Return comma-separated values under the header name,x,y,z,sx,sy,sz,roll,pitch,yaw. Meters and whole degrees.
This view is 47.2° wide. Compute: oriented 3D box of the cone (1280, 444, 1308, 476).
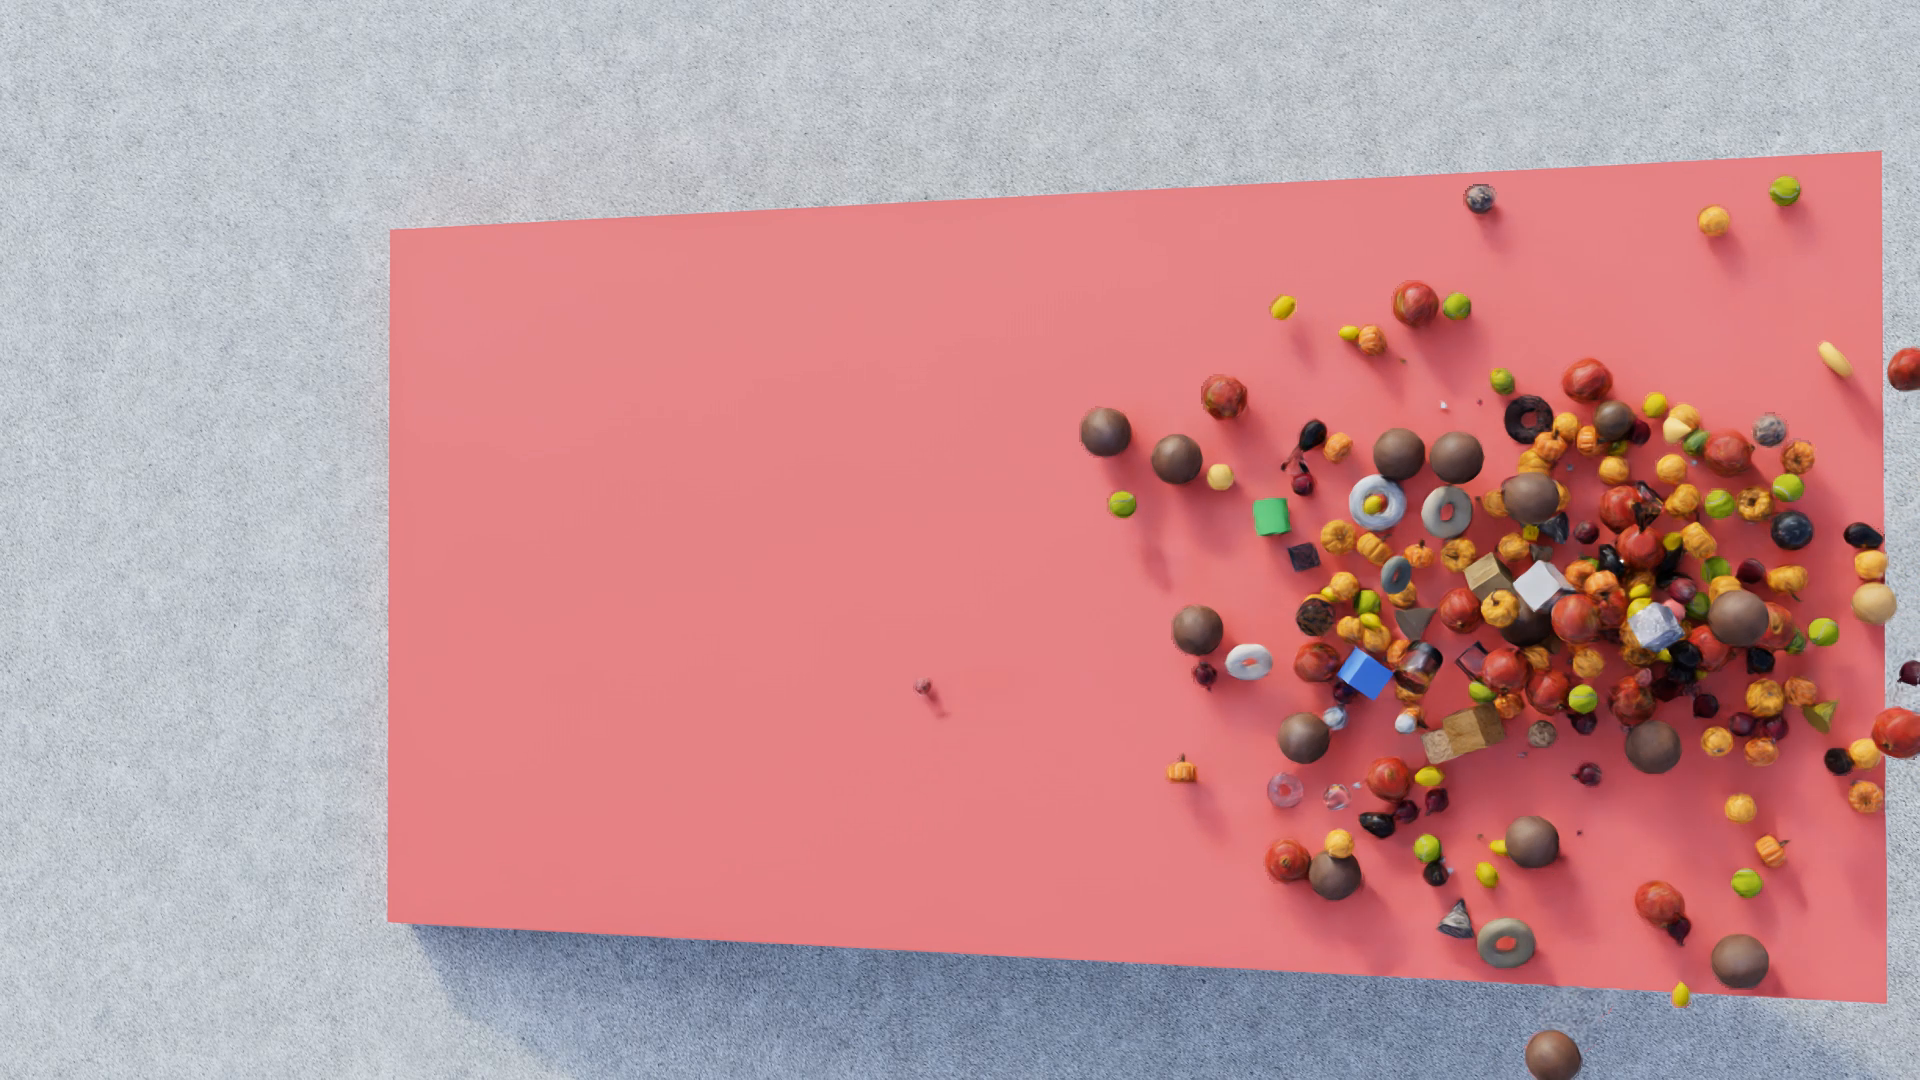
name,x,y,z,sx,sy,sz,roll,pitch,yaw
cone,0.850,-0.213,5.557,0.072,0.072,0.072,13,65,0

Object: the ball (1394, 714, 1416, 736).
name,x,y,z,sx,sy,sz,roll,pitch,yaw
ball,1.090,0.452,5.382,0.051,0.051,0.051,0,89,0

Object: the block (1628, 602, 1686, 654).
name,x,y,z,sx,sy,sz,roll,pitch,yaw
block,1.619,0.204,5.115,0.078,0.078,0.078,-41,51,30

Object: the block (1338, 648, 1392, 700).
name,x,y,z,sx,sy,sz,roll,pitch,yaw
block,0.999,0.330,5.422,0.084,0.084,0.084,33,95,-15

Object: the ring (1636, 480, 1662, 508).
name,x,y,z,sx,sy,sz,roll,pitch,yaw
ring,1.649,-0.108,5.264,0.028,0.083,0.083,-42,89,22

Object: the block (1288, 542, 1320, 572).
name,x,y,z,sx,sy,sz,roll,pitch,yaw
block,0.867,0.042,5.533,0.060,0.060,0.060,-18,84,16

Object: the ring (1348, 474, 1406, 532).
name,x,y,z,sx,sy,sz,roll,pitch,yaw
ring,1.040,-0.092,5.474,0.145,0.048,0.145,0,97,2

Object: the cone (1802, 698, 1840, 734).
name,x,y,z,sx,sy,sz,roll,pitch,yaw
cone,2.040,0.398,5.170,0.080,0.080,0.080,-39,89,-8

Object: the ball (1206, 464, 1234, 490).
name,x,y,z,sx,sy,sz,roll,pitch,yaw
ball,0.663,-0.160,5.595,0.070,0.070,0.070,0,89,0

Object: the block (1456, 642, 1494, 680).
name,x,y,z,sx,sy,sz,roll,pitch,yaw
block,1.262,0.297,5.393,0.061,0.061,0.061,-37,76,-11

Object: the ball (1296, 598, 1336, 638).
name,x,y,z,sx,sy,sz,roll,pitch,yaw
ball,0.875,0.191,5.412,0.096,0.096,0.096,0,89,0

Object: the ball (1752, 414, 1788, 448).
name,x,y,z,sx,sy,sz,roll,pitch,yaw
ball,1.895,-0.255,5.147,0.077,0.077,0.077,0,89,0

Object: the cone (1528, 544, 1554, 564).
name,x,y,z,sx,sy,sz,roll,pitch,yaw
cone,1.405,0.025,5.363,0.058,0.058,0.058,-41,45,-1

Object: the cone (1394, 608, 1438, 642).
name,x,y,z,sx,sy,sz,roll,pitch,yaw
cone,1.147,0.191,5.453,0.096,0.096,0.096,-30,89,-12

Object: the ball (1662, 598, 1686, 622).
name,x,y,z,sx,sy,sz,roll,pitch,yaw
ball,1.690,0.169,5.216,0.060,0.060,0.060,0,89,0

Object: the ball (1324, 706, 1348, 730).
name,x,y,z,sx,sy,sz,roll,pitch,yaw
ball,0.941,0.446,5.503,0.062,0.062,0.062,0,89,0

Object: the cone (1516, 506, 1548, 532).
name,x,y,z,sx,sy,sz,roll,pitch,yaw
cone,1.409,-0.064,5.381,0.069,0.069,0.069,-30,89,-12

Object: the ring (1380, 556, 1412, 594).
name,x,y,z,sx,sy,sz,roll,pitch,yaw
ring,1.063,0.086,5.365,0.097,0.032,0.097,-11,108,-36

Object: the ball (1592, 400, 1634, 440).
name,x,y,z,sx,sy,sz,roll,pitch,yaw
ball,1.565,-0.288,5.268,0.097,0.097,0.097,0,89,0

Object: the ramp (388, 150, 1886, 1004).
name,x,y,z,sx,sy,sz,roll,pitch,yaw
ramp,0.274,0.094,5.802,4.000,0.100,2.000,0,89,17

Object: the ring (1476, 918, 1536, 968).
name,x,y,z,sx,sy,sz,roll,pitch,yaw
ring,1.331,0.982,5.358,0.143,0.048,0.143,2,116,5

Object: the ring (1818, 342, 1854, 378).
name,x,y,z,sx,sy,sz,roll,pitch,yaw
ring,2.053,-0.421,5.152,0.101,0.101,0.034,47,112,1

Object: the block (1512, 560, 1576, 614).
name,x,y,z,sx,sy,sz,roll,pitch,yaw
block,1.381,0.112,5.204,0.086,0.086,0.086,-46,59,23

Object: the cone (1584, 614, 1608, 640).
name,x,y,z,sx,sy,sz,roll,pitch,yaw
cone,1.539,0.222,5.338,0.060,0.060,0.060,2,118,0

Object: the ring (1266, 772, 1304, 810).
name,x,y,z,sx,sy,sz,roll,pitch,yaw
ring,0.821,0.633,5.555,0.093,0.031,0.093,0,91,17

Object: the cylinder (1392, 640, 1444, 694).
name,x,y,z,sx,sy,sz,roll,pitch,yaw
cylinder,1.121,0.312,5.382,0.093,0.093,0.093,39,62,1

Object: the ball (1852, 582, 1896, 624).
name,x,y,z,sx,sy,sz,roll,pitch,yaw
ball,2.126,0.147,5.114,0.098,0.098,0.098,0,89,0

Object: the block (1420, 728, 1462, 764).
name,x,y,z,sx,sy,sz,roll,pitch,yaw
block,1.183,0.505,5.415,0.076,0.076,0.076,-19,84,9

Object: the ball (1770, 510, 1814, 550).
name,x,y,z,sx,sy,sz,roll,pitch,yaw
ball,1.953,-0.023,5.164,0.096,0.096,0.096,0,89,0

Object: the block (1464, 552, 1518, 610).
name,x,y,z,sx,sy,sz,roll,pitch,yaw
block,1.293,0.100,5.354,0.084,0.084,0.084,-37,120,23

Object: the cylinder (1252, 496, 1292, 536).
name,x,y,z,sx,sy,sz,roll,pitch,yaw
cylinder,0.786,-0.058,5.545,0.086,0.086,0.086,-9,82,0

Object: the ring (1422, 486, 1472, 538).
name,x,y,z,sx,sy,sz,roll,pitch,yaw
ring,1.196,-0.068,5.397,0.136,0.045,0.136,-5,104,-18

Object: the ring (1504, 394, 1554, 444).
name,x,y,z,sx,sy,sz,roll,pitch,yaw
ring,1.392,-0.294,5.380,0.122,0.041,0.122,-1,87,26

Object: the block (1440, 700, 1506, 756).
name,x,y,z,sx,sy,sz,roll,pitch,yaw
block,1.249,0.458,5.347,0.096,0.096,0.096,-15,84,-45

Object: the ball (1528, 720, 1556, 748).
name,x,y,z,sx,sy,sz,roll,pitch,yaw
ball,1.416,0.473,5.351,0.069,0.069,0.069,0,89,0

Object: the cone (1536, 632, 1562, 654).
name,x,y,z,sx,sy,sz,roll,pitch,yaw
cone,1.431,0.251,5.373,0.056,0.056,0.056,3,89,44

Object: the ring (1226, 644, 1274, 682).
name,x,y,z,sx,sy,sz,roll,pitch,yaw
ring,0.727,0.307,5.526,0.118,0.039,0.118,1,132,2

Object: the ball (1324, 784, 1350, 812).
name,x,y,z,sx,sy,sz,roll,pitch,yaw
ball,0.898,0.613,5.237,0.065,0.065,0.065,0,89,0

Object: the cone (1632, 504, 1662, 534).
name,x,y,z,sx,sy,sz,roll,pitch,yaw
cone,1.599,-0.042,5.144,0.067,0.067,0.067,8,113,0

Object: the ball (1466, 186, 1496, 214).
name,x,y,z,sx,sy,sz,roll,pitch,yaw
ball,1.280,-0.836,5.411,0.071,0.071,0.071,0,89,0

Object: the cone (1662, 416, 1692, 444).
name,x,y,z,sx,sy,sz,roll,pitch,yaw
cone,1.662,-0.253,5.061,0.063,0.063,0.063,-1,92,-26

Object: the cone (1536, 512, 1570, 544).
name,x,y,z,sx,sy,sz,roll,pitch,yaw
cone,1.434,-0.030,5.368,0.077,0.077,0.077,6,89,41
